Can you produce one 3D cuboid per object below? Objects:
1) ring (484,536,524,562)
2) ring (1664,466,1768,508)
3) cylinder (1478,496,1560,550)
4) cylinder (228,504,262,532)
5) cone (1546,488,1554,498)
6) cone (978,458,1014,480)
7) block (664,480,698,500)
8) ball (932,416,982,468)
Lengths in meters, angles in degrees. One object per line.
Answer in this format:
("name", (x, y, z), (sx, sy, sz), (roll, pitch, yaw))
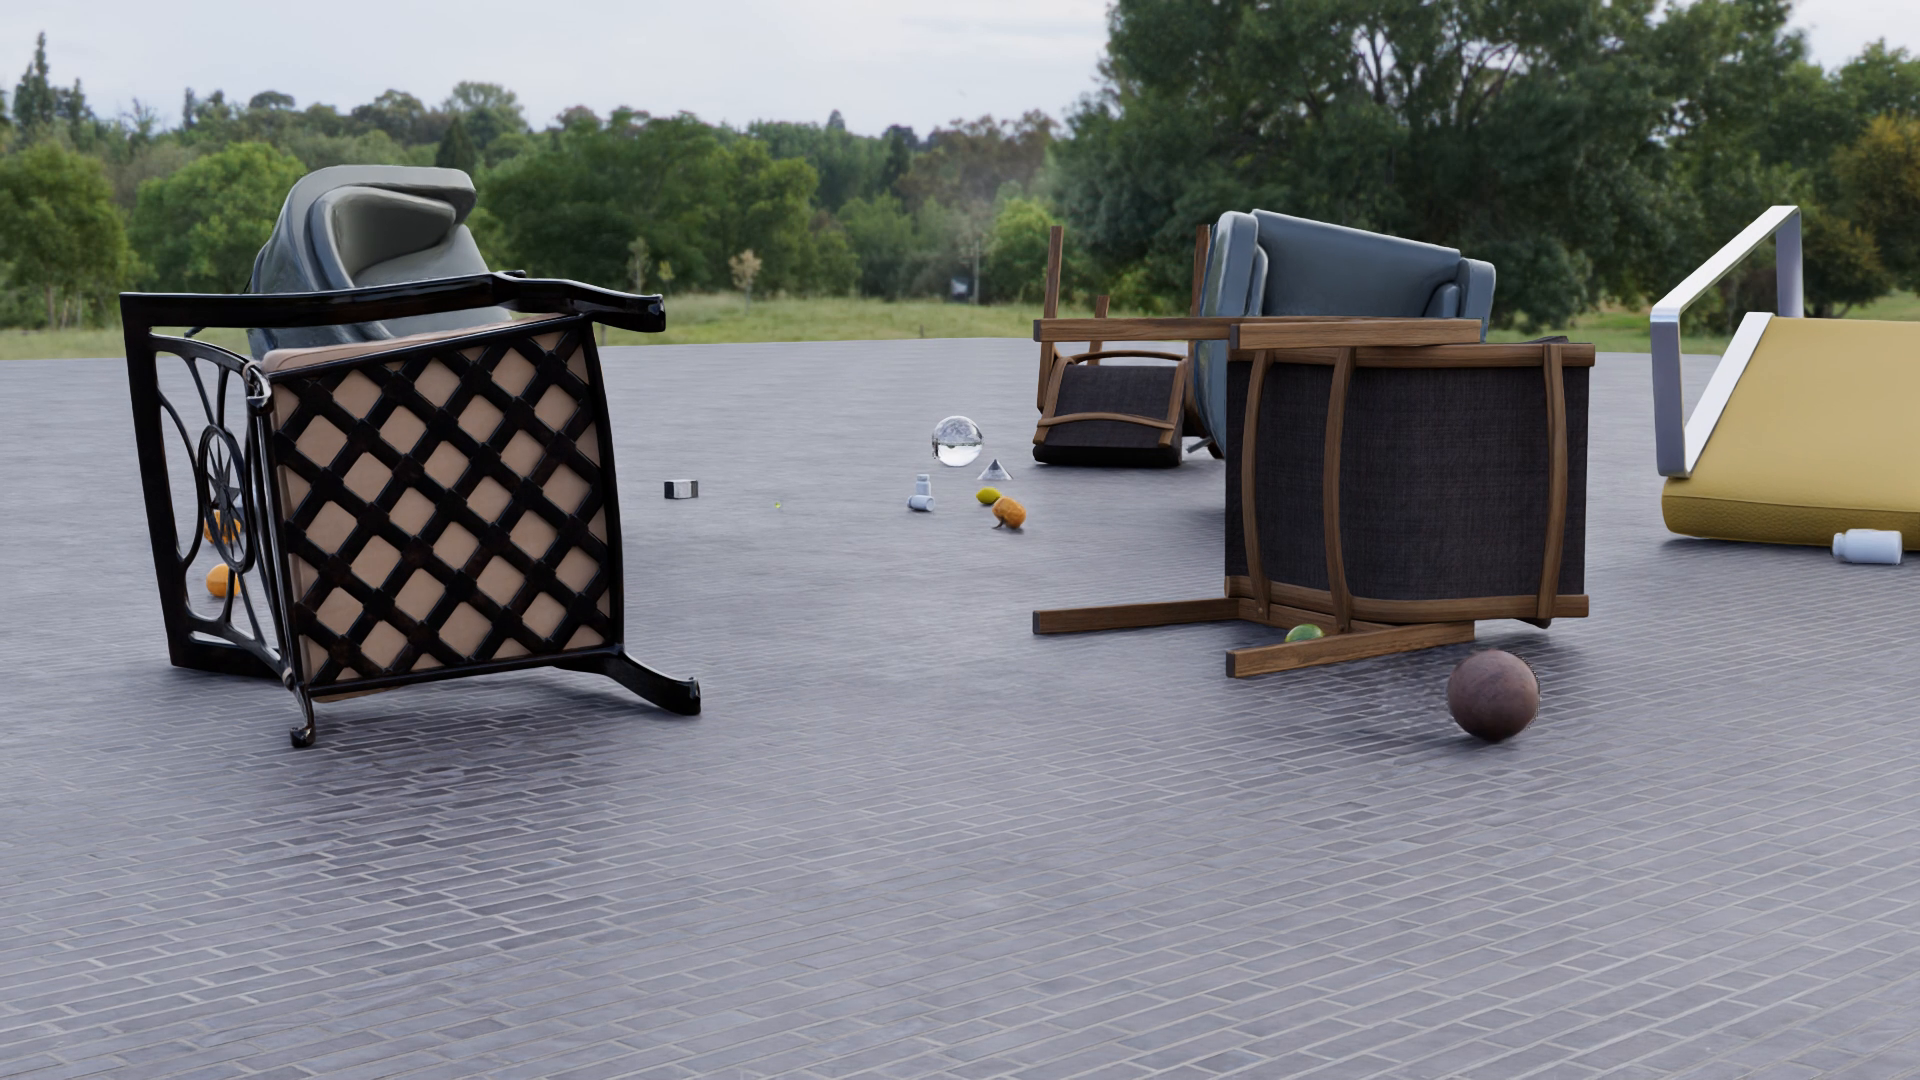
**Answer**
("ring", (-1.055, 0.022, 5.939), (0.107, 0.057, 0.034), (-20, 1, -43))
("ring", (2.179, -0.153, 7.387), (0.399, 0.105, 0.226), (-4, 9, -41))
("cylinder", (1.356, -0.041, 6.213), (0.192, 0.123, 0.091), (-4, 15, -36))
("cylinder", (-1.855, -0.058, 6.663), (0.080, 0.063, 0.103), (1, 6, 6))
("cone", (1.675, -0.122, 7.292), (0.051, 0.062, 0.057), (-3, 7, -29))
("cone", (0.115, -0.232, 8.342), (0.120, 0.066, 0.116), (1, 6, 14))
("block", (-0.828, -0.151, 7.616), (0.059, 0.053, 0.084), (4, 7, 37))
("ball", (-0.010, -0.340, 8.850), (0.177, 0.177, 0.177), (0, 6, 0))
